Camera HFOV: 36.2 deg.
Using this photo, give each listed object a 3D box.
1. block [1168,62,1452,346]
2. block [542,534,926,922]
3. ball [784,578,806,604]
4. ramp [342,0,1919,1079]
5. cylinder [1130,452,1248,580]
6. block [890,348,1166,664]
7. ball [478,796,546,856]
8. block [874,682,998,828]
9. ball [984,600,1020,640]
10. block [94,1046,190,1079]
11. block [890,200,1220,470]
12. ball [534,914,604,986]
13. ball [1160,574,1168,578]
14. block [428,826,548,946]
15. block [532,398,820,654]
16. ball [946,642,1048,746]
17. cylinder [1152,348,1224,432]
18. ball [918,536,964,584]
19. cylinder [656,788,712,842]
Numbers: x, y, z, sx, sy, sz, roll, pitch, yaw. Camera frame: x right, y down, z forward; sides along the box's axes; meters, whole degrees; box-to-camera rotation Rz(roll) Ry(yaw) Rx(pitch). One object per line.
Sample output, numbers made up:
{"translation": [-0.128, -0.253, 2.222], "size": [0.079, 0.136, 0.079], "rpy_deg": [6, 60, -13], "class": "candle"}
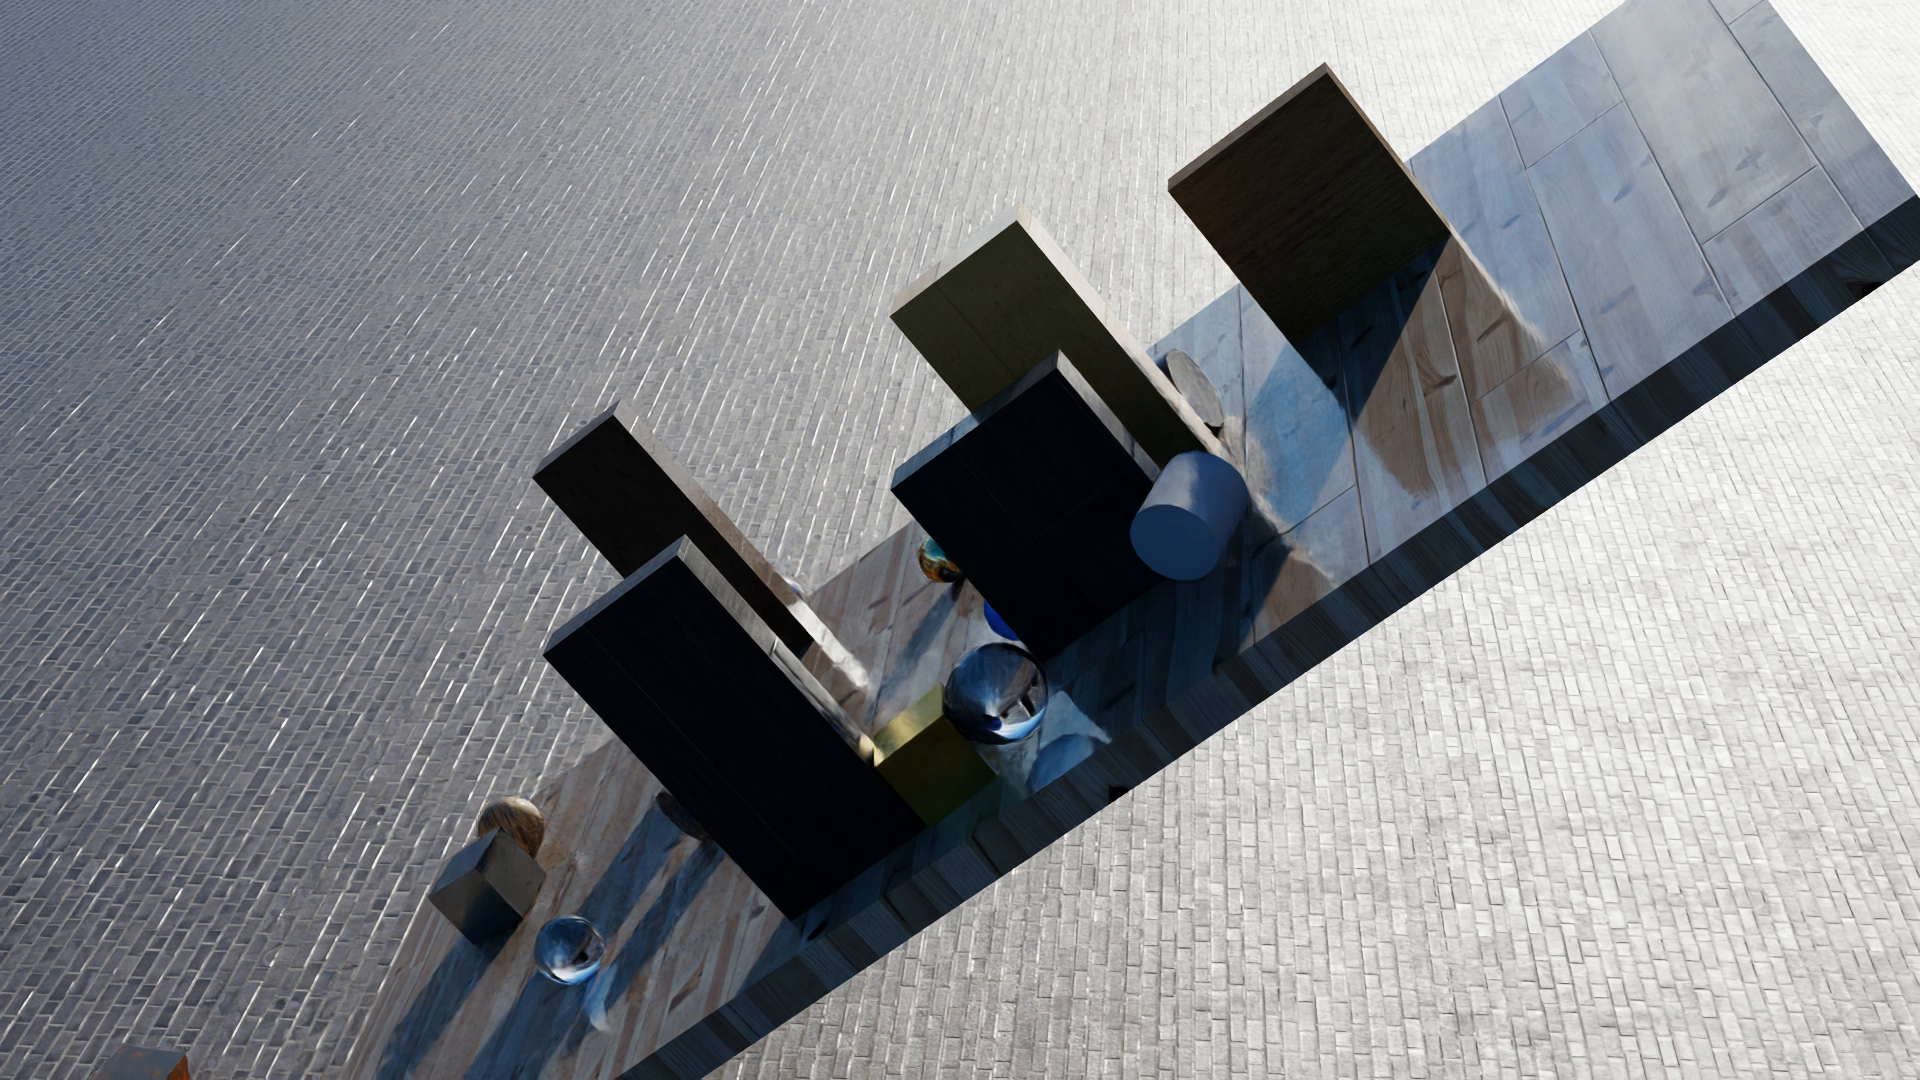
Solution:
{"translation": [0.747, -0.715, 6.295], "size": [0.418, 0.444, 0.091], "rpy_deg": [-36, 16, 18], "class": "block"}
{"translation": [-0.421, 0.364, 5.599], "size": [0.339, 0.720, 0.096], "rpy_deg": [-36, 16, 18], "class": "block"}
{"translation": [-0.447, 0.155, 7.335], "size": [0.125, 0.125, 0.125], "rpy_deg": [0, 24, 0], "class": "ball"}
{"translation": [0.121, 0.185, 6.339], "size": [4.000, 0.100, 2.000], "rpy_deg": [-36, 16, 18], "class": "ramp"}
{"translation": [0.432, -0.046, 5.536], "size": [0.175, 0.175, 0.175], "rpy_deg": [10, 40, 21], "class": "cylinder"}
{"translation": [0.178, -0.062, 5.803], "size": [0.417, 0.475, 0.108], "rpy_deg": [-36, 16, 18], "class": "block"}
{"translation": [-1.113, 0.719, 7.294], "size": [0.166, 0.166, 0.166], "rpy_deg": [0, 24, 0], "class": "ball"}
{"translation": [-0.046, 0.411, 5.623], "size": [0.167, 0.167, 0.167], "rpy_deg": [-38, 16, 10], "class": "block"}
{"translation": [0.118, 0.137, 6.031], "size": [0.140, 0.140, 0.140], "rpy_deg": [0, 24, 0], "class": "ball"}
{"translation": [-1.903, 1.298, 6.845], "size": [0.162, 0.162, 0.162], "rpy_deg": [5, 24, 11], "class": "block"}
{"translation": [0.202, -0.330, 6.101], "size": [0.334, 0.675, 0.135], "rpy_deg": [-36, 16, 18], "class": "block"}
{"translation": [-0.831, 0.871, 6.251], "size": [0.149, 0.149, 0.149], "rpy_deg": [0, 24, 0], "class": "ball"}
{"translation": [0.419, 0.015, 5.687], "size": [0.122, 0.122, 0.122], "rpy_deg": [0, 24, 0], "class": "ball"}
{"translation": [-1.127, 0.828, 7.024], "size": [0.171, 0.171, 0.171], "rpy_deg": [-32, 18, 29], "class": "block"}
{"translation": [-0.681, 0.024, 7.104], "size": [0.263, 0.735, 0.109], "rpy_deg": [-36, 16, 18], "class": "block"}
{"translation": [0.070, 0.289, 5.535], "size": [0.194, 0.194, 0.194], "rpy_deg": [0, 24, 0], "class": "ball"}
{"translation": [0.428, -0.276, 6.315], "size": [0.196, 0.196, 0.196], "rpy_deg": [-33, 11, 25], "class": "cylinder"}
{"translation": [-0.035, 0.038, 6.692], "size": [0.120, 0.120, 0.120], "rpy_deg": [0, 24, 0], "class": "ball"}
{"translation": [-0.559, 0.554, 6.464], "size": [0.153, 0.153, 0.153], "rpy_deg": [18, 54, 35], "class": "cylinder"}
